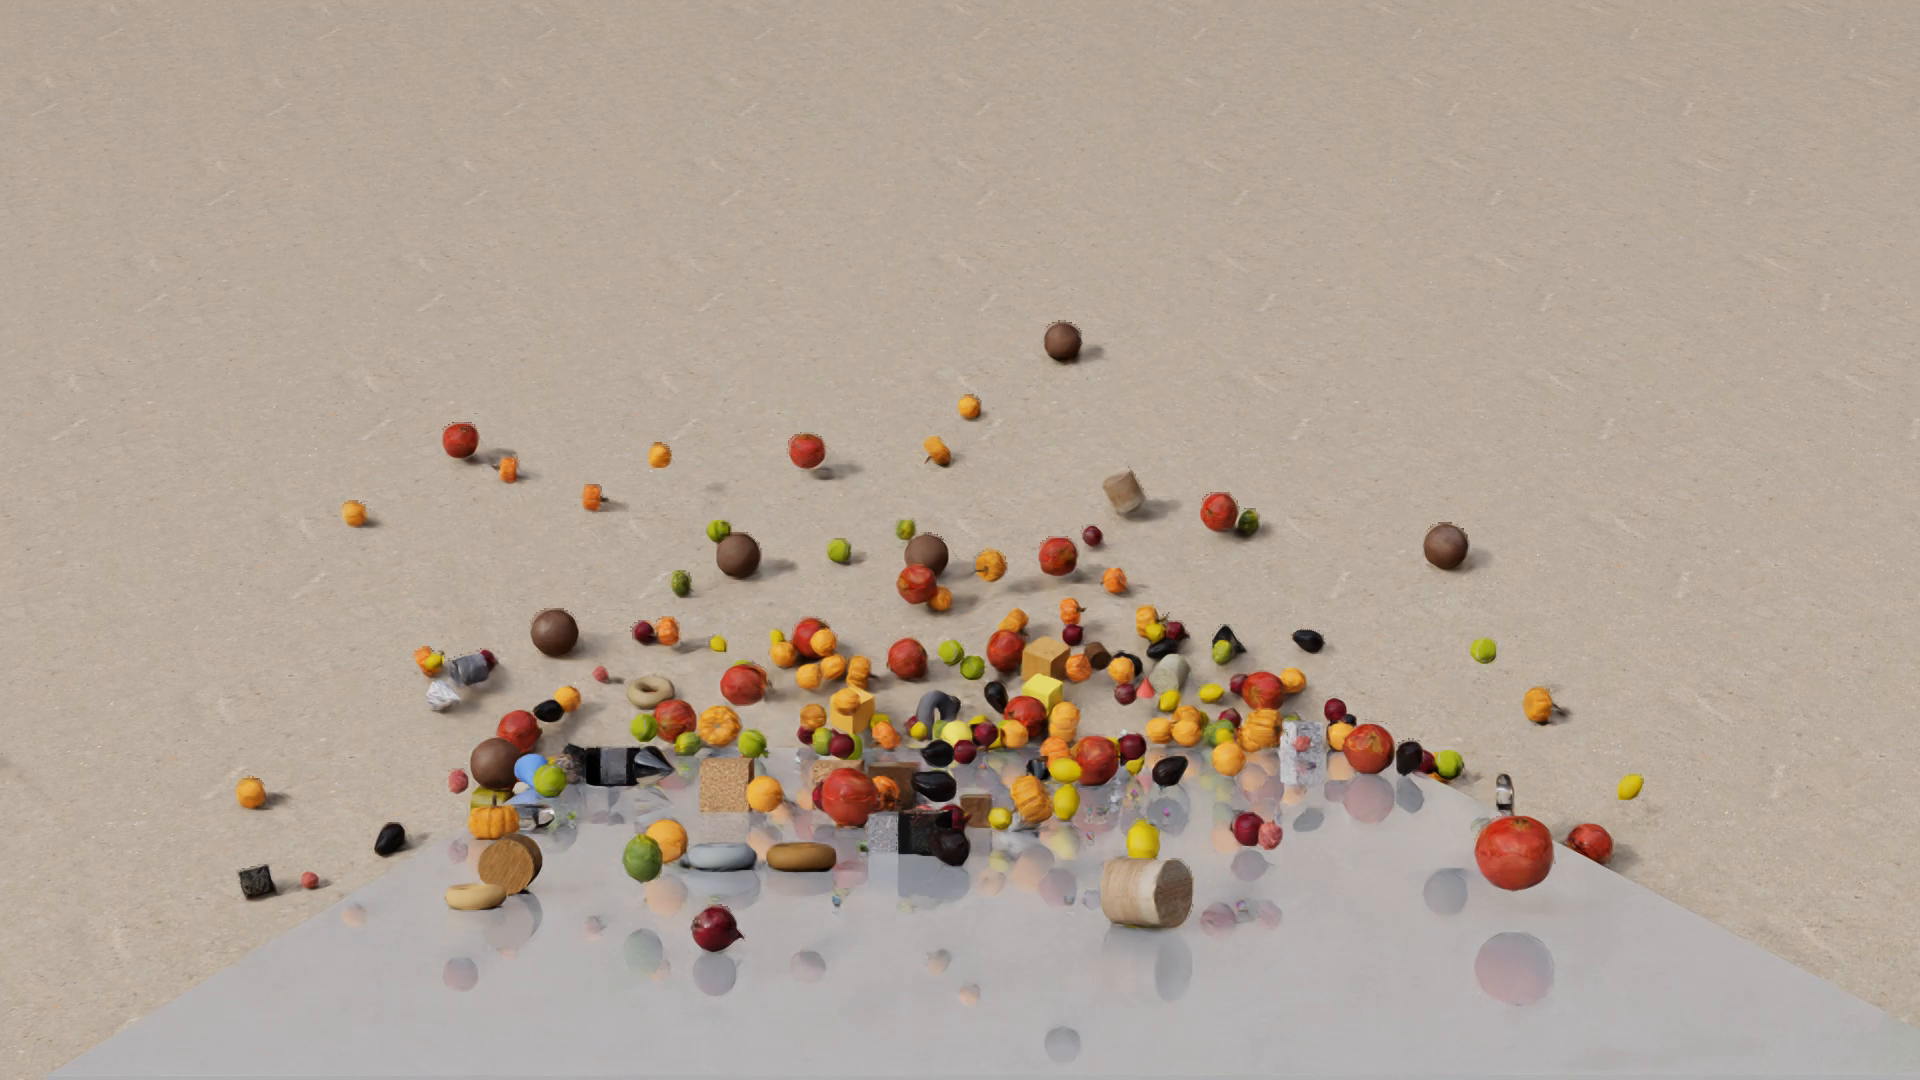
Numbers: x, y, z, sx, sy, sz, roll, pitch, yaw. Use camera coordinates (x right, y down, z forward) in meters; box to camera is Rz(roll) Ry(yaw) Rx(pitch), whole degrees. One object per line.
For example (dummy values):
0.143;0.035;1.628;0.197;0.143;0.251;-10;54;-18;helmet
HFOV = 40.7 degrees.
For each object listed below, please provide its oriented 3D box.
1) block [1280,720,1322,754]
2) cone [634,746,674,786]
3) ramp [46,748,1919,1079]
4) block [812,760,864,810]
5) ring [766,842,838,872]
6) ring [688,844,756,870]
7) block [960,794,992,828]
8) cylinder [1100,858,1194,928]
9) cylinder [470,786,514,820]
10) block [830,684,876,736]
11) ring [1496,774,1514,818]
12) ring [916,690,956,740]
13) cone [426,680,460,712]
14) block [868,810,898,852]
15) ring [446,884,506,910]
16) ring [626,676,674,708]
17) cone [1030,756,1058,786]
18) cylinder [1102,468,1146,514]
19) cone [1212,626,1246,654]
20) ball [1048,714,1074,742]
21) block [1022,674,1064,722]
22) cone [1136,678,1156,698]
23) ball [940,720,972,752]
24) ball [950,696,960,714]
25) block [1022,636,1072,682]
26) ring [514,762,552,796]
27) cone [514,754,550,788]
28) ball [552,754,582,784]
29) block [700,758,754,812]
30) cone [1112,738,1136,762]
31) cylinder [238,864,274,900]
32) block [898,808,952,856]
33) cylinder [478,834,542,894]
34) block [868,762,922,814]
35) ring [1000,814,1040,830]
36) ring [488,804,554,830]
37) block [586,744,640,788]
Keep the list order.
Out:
0.856;0.495;6.496;0.077;0.077;0.077;0;0;-25;block
-0.646;0.496;5.614;0.089;0.089;0.089;7;26;45;cone
0.066;0.590;4.642;2.000;0.100;4.000;0;0;0;ramp
-0.244;0.492;5.195;0.092;0.092;0.092;0;0;7;block
-0.261;0.522;4.262;0.117;0.039;0.117;0;-1;0;ring
-0.393;0.522;4.269;0.113;0.038;0.113;0;-2;0;ring
0.030;0.511;4.885;0.055;0.055;0.055;0;0;5;block
0.261;0.493;3.618;0.094;0.094;0.094;-3;22;39;cylinder
-1.172;0.665;6.492;0.085;0.085;0.085;4;30;14;cylinder
-0.286;0.452;6.877;0.085;0.085;0.085;24;38;36;block
1.331;0.627;6.311;0.038;0.113;0.113;-4;28;16;ring
-0.061;0.461;6.800;0.044;0.133;0.133;-8;18;42;ring
-1.362;0.421;6.907;0.087;0.087;0.087;3;25;40;cone
-0.118;0.509;4.512;0.063;0.063;0.063;0;0;22;block
-0.717;0.528;3.831;0.089;0.030;0.089;0;1;0;ring
-0.836;0.411;6.992;0.130;0.043;0.130;1;29;-1;ring
0.172;0.521;5.662;0.067;0.067;0.067;12;55;21;cone
0.496;-0.147;7.844;0.099;0.099;0.099;-28;15;9;cylinder
0.761;0.294;7.195;0.085;0.085;0.085;25;21;-24;cone
0.264;0.493;6.776;0.070;0.070;0.070;0;29;0;ball
0.221;0.421;6.935;0.081;0.081;0.081;17;34;28;block
0.505;0.392;7.016;0.052;0.052;0.052;0;29;0;cone
-0.008;0.494;6.493;0.080;0.080;0.080;0;29;0;ball
-0.025;0.442;6.924;0.055;0.055;0.055;0;29;0;ball
0.237;0.337;7.070;0.095;0.095;0.095;20;35;31;block
-0.977;0.550;5.935;0.038;0.113;0.113;50;40;-1;ring
-0.930;0.520;5.631;0.078;0.078;0.078;-6;28;-10;cone
-0.865;0.504;5.686;0.066;0.066;0.066;0;29;0;ball
-0.465;0.489;5.161;0.099;0.099;0.099;0;0;1;block
0.384;0.518;6.258;0.061;0.061;0.061;10;63;-20;cone
-1.697;0.825;6.234;0.065;0.065;0.065;-17;34;-22;cylinder
-0.061;0.505;4.472;0.071;0.071;0.071;0;0;21;block
-0.693;0.500;3.993;0.084;0.084;0.084;0;0;0;cylinder
-0.129;0.491;5.100;0.095;0.095;0.095;0;0;6;block
0.112;0.527;4.818;0.077;0.026;0.077;-1;-1;0;ring
-0.823;0.519;4.855;0.123;0.041;0.123;-3;-2;0;ring
-0.760;0.495;5.675;0.083;0.083;0.083;0;0;-44;block
